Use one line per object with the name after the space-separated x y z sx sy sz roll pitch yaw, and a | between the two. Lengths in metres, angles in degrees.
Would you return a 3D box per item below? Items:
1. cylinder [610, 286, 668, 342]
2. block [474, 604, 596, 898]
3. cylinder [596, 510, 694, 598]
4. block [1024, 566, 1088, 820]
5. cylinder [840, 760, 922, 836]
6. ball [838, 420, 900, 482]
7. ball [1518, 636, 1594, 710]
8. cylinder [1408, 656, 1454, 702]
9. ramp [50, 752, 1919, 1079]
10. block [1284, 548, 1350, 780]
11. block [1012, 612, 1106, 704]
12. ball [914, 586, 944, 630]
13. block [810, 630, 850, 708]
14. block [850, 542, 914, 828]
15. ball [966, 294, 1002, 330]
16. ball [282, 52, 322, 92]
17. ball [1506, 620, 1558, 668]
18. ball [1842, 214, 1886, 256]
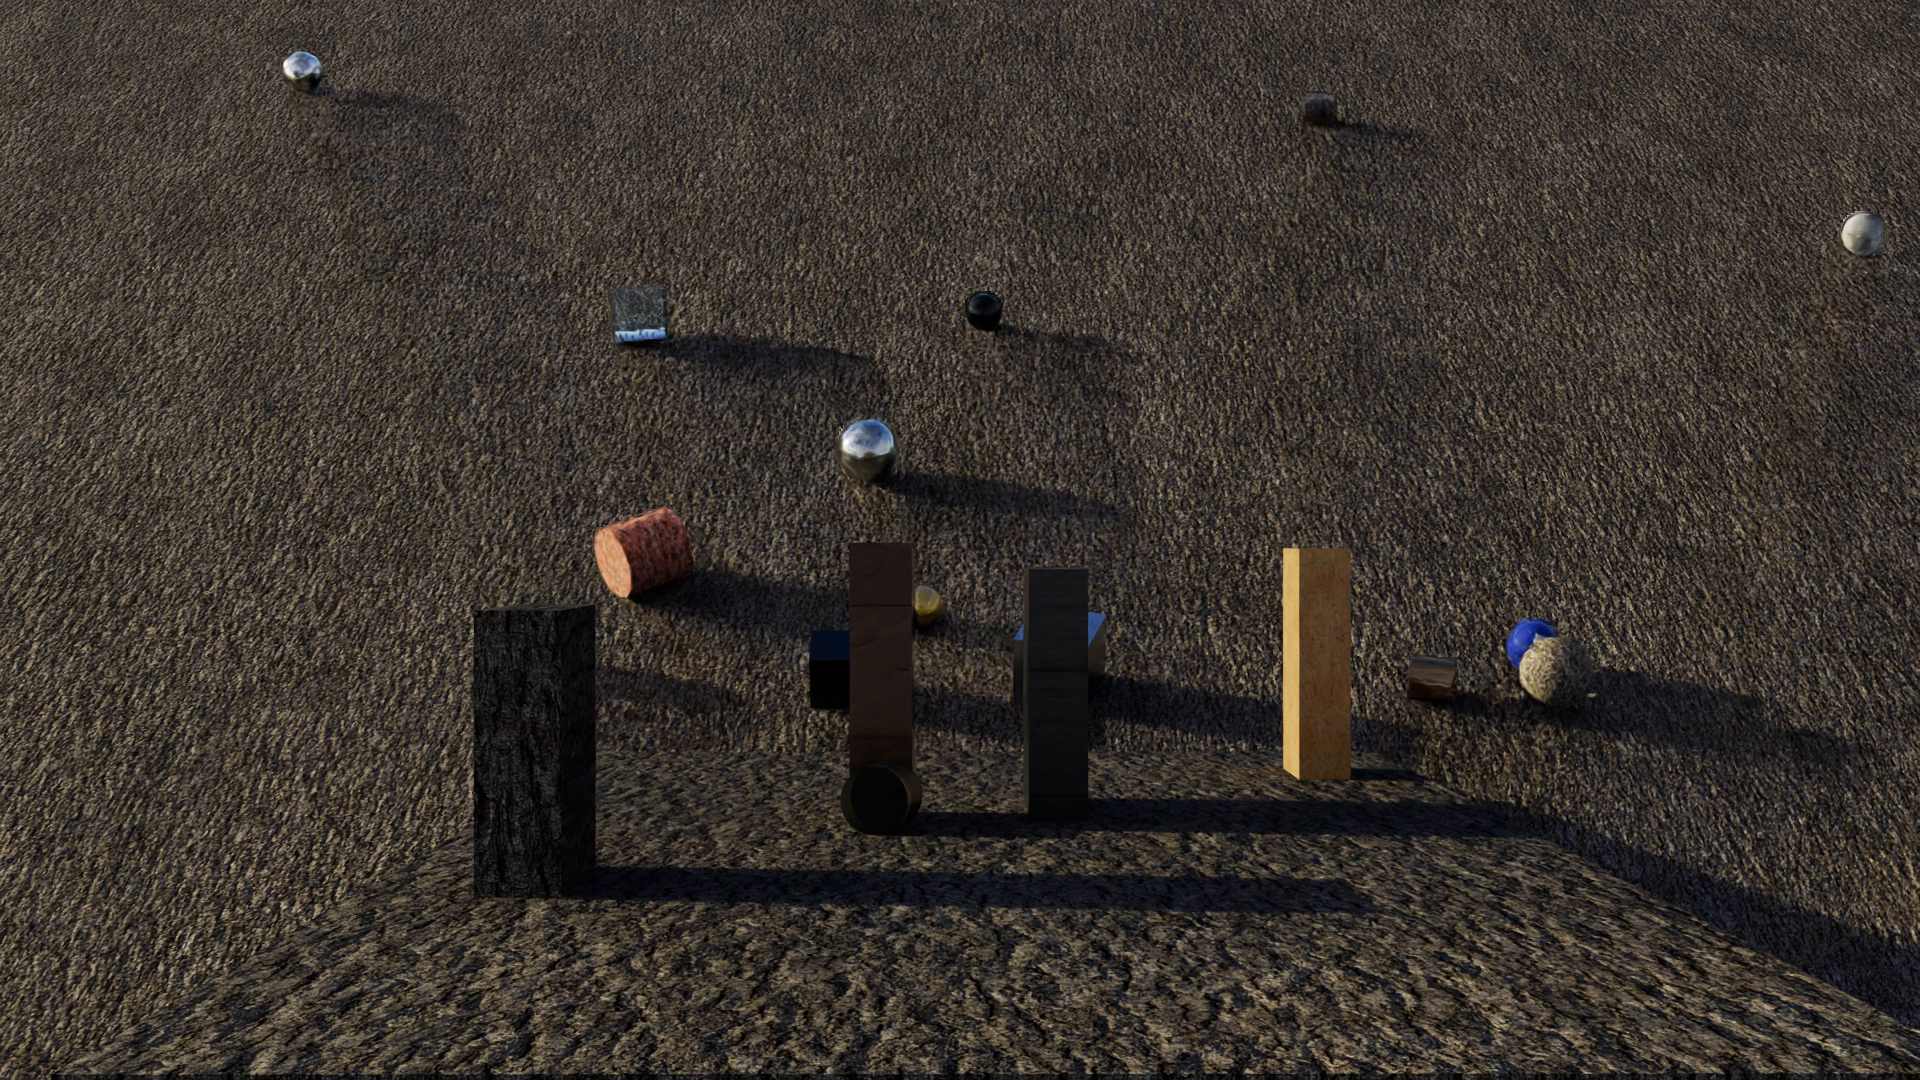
-1.112 -0.780 8.954 0.180 0.180 0.180 -6 30 -10 | cylinder
-0.677 0.327 4.146 0.134 0.439 0.374 0 0 0 | block
-0.916 0.038 7.501 0.207 0.207 0.207 -20 35 -31 | cylinder
0.191 0.301 5.247 0.115 0.488 0.436 0 0 0 | block
-0.146 0.482 4.839 0.128 0.128 0.128 7 1 11 | cylinder
-0.286 -0.280 8.068 0.194 0.194 0.194 0 30 0 | ball
1.601 0.358 6.955 0.195 0.195 0.195 0 30 0 | ball
1.275 0.376 7.004 0.114 0.114 0.114 6 30 10 | cylinder
0.067 0.596 4.652 2.000 0.100 4.000 0 0 0 | ramp
0.829 0.282 6.020 0.117 0.524 0.286 0 0 0 | block
0.271 0.320 7.016 0.200 0.200 0.200 10 31 17 | block
-0.108 0.191 7.317 0.124 0.124 0.124 0 30 0 | ball
-0.326 0.350 7.010 0.153 0.153 0.153 0 30 0 | block
-0.150 0.275 5.053 0.119 0.540 0.278 0 0 0 | block
0.082 -0.797 9.037 0.128 0.128 0.128 0 30 0 | ball
-2.826 -2.013 11.117 0.169 0.169 0.169 0 30 0 | ball
1.578 0.295 7.113 0.147 0.147 0.147 0 30 0 | ball
3.354 -1.135 9.601 0.155 0.155 0.155 0 30 0 | ball
